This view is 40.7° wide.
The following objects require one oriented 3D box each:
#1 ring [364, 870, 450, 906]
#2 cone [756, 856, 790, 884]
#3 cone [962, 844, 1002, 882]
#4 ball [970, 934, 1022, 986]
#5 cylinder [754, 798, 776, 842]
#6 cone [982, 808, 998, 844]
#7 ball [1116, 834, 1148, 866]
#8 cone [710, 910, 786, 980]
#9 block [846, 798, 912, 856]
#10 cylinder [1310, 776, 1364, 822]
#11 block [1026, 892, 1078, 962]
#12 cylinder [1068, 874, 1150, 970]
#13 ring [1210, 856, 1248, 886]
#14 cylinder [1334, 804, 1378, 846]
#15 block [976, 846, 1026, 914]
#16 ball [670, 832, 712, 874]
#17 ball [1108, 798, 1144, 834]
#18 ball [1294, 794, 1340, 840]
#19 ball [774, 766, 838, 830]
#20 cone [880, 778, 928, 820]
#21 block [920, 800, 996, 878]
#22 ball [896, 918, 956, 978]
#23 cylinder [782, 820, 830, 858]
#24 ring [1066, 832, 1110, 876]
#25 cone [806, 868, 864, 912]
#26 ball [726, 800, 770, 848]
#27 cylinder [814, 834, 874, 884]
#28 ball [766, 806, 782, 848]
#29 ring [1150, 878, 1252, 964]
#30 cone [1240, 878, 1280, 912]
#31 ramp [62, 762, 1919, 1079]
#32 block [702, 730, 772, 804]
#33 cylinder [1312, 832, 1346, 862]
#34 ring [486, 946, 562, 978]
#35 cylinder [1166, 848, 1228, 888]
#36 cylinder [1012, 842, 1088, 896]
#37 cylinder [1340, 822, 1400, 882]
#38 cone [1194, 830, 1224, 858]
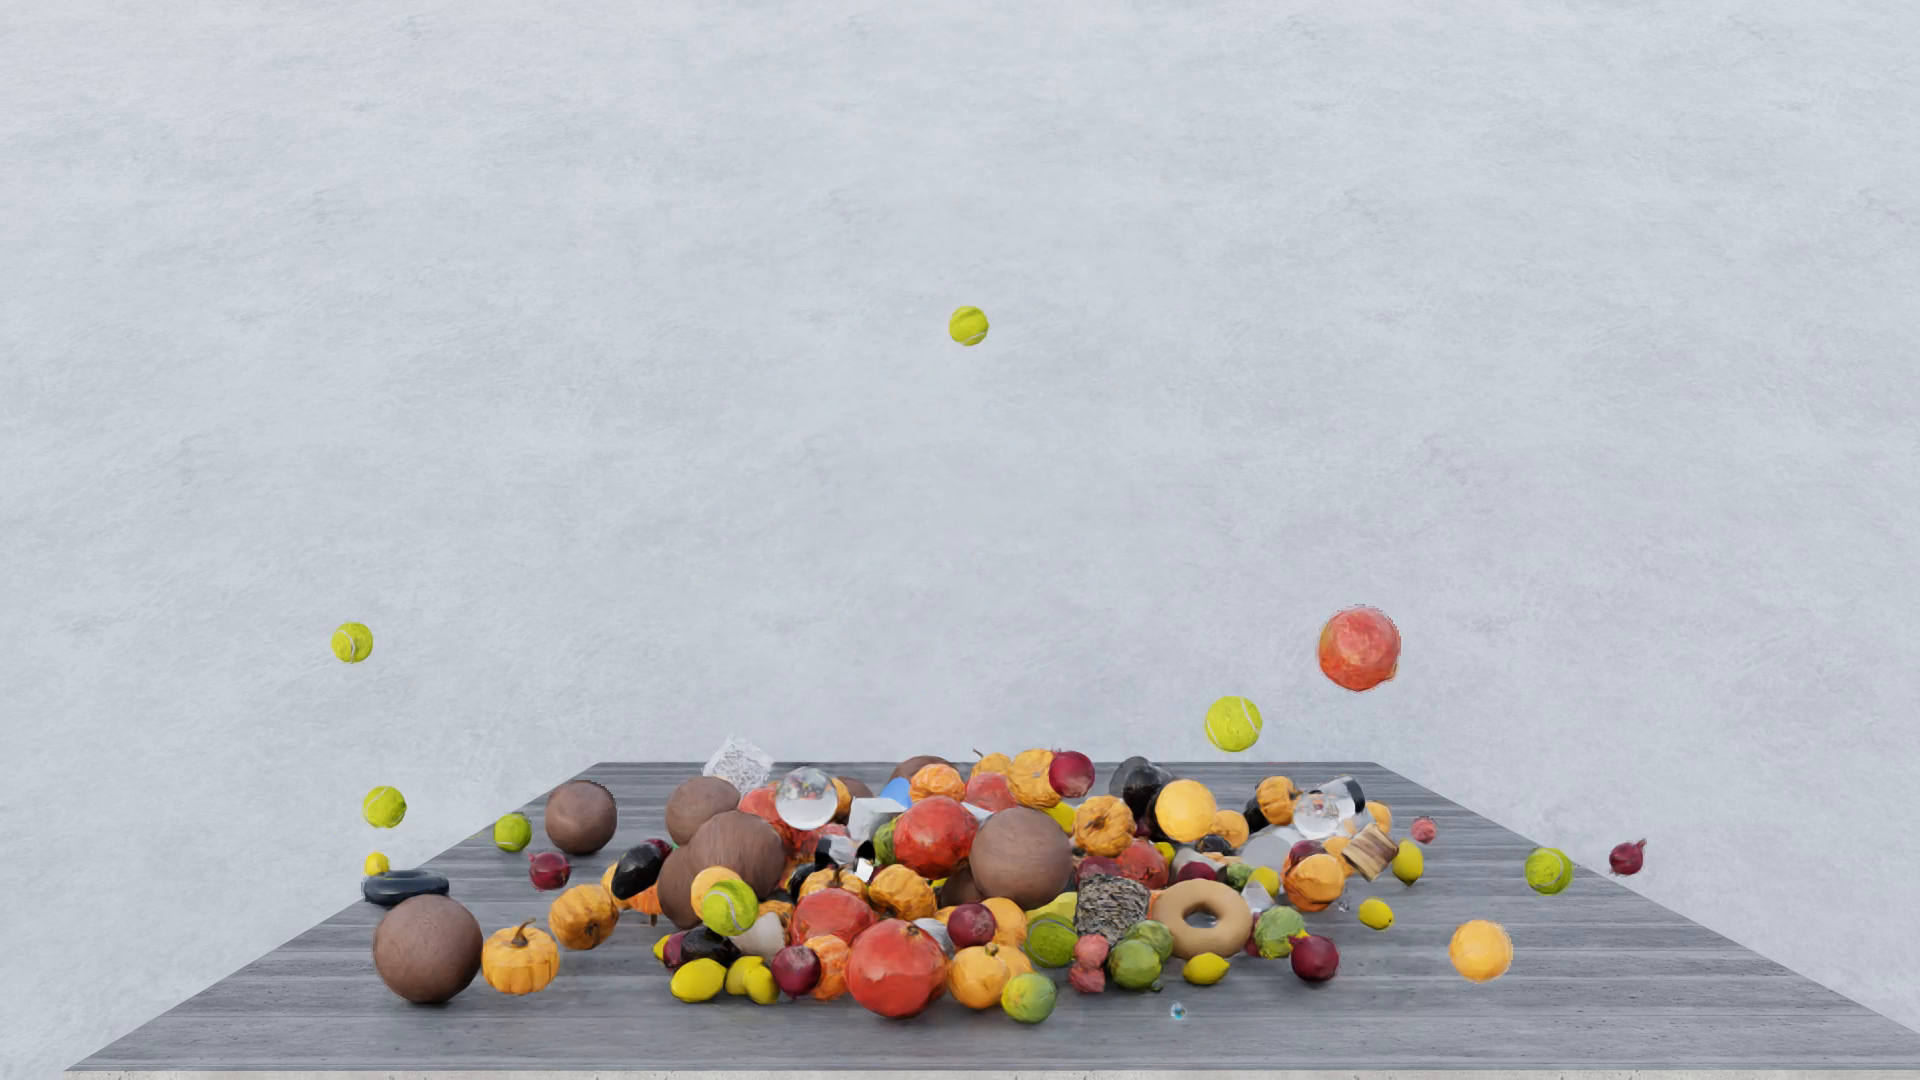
[{"bbox_3d":[-0.855,0.537,3.996,0.131,0.044,0.131,0,1,0],"label":"ring"},{"bbox_3d":[-0.313,0.548,4.229,0.050,0.050,0.050,-28,24,21],"label":"cone"},{"bbox_3d":[0.035,0.497,4.126,0.076,0.076,0.076,-17,35,-22],"label":"cone"},{"bbox_3d":[0.044,0.519,3.206,0.063,0.063,0.063,0,31,0],"label":"ball"},{"bbox_3d":[-0.341,0.520,4.809,0.082,0.082,0.082,-2,30,16],"label":"cylinder"},{"bbox_3d":[0.046,0.541,4.626,0.092,0.092,0.092,-16,34,-24],"label":"cone"},{"bbox_3d":[0.295,0.532,4.456,0.056,0.056,0.056,0,31,0],"label":"ball"},{"bbox_3d":[-0.273,0.511,3.239,0.087,0.087,0.087,-2,30,-23],"label":"cone"},{"bbox_3d":[-0.119,0.420,3.796,0.066,0.066,0.066,6,10,-30],"label":"block"},{"bbox_3d":[0.571,0.396,3.921,0.060,0.060,0.060,-20,36,-25],"label":"cylinder"},{"bbox_3d":[0.141,0.515,3.451,0.077,0.077,0.077,1,0,-30],"label":"block"},{"bbox_3d":[0.192,0.490,3.315,0.093,0.093,0.093,6,61,10],"label":"cylinder"},{"bbox_3d":[0.446,0.540,4.216,0.117,0.039,0.117,-1,1,0],"label":"ring"},{"bbox_3d":[0.661,0.471,4.396,0.070,0.070,0.070,-21,70,-31],"label":"cylinder"},{"bbox_3d":[0.084,0.514,3.914,0.087,0.087,0.087,0,0,40],"label":"block"},{"bbox_3d":[-0.451,0.525,4.337,0.070,0.070,0.070,0,31,0],"label":"ball"},{"bbox_3d":[0.280,0.468,4.388,0.062,0.062,0.062,0,31,0],"label":"ball"},{"bbox_3d":[0.512,0.396,3.715,0.066,0.066,0.066,0,31,0],"label":"ball"},{"bbox_3d":[-0.204,0.344,3.440,0.084,0.084,0.084,0,31,0],"label":"ball"},{"bbox_3d":[-0.074,0.417,4.019,0.077,0.077,0.077,21,36,37],"label":"cone"},{"bbox_3d":[-0.002,0.438,3.793,0.077,0.077,0.077,-20,25,-40],"label":"block"},{"bbox_3d":[-0.043,0.516,3.276,0.075,0.075,0.075,0,31,0],"label":"ball"},{"bbox_3d":[-0.274,0.517,4.601,0.088,0.088,0.088,-1,-2,0],"label":"cylinder"},{"bbox_3d":[0.201,0.509,4.085,0.031,0.094,0.094,-8,29,-38],"label":"ring"},{"bbox_3d":[-0.188,0.538,3.942,0.086,0.086,0.086,0,63,0],"label":"cone"},{"bbox_3d":[-0.382,0.519,4.731,0.087,0.087,0.087,0,31,0],"label":"ball"},{"bbox_3d":[-0.155,0.428,3.474,0.060,0.060,0.060,7,31,27],"label":"cylinder"},{"bbox_3d":[-0.308,0.515,4.684,0.089,0.089,0.089,0,31,0],"label":"ball"},{"bbox_3d":[0.316,0.499,3.391,0.134,0.045,0.134,-1,39,1],"label":"ring"},{"bbox_3d":[0.454,0.540,3.841,0.057,0.057,0.057,33,23,-21],"label":"cone"},{"bbox_3d":[0.069,0.612,4.683,2.000,0.100,4.000,0,0,0],"label":"ramp"},{"bbox_3d":[-0.424,0.438,4.939,0.093,0.093,0.093,38,8,-10],"label":"block"},{"bbox_3d":[0.668,0.552,4.565,0.096,0.096,0.096,-3,35,2],"label":"cylinder"},{"bbox_3d":[-0.556,0.538,3.302,0.094,0.031,0.094,1,-1,0],"label":"ring"},{"bbox_3d":[0.359,0.512,3.930,0.069,0.069,0.069,25,39,28],"label":"cylinder"},{"bbox_3d":[0.132,0.493,3.816,0.082,0.082,0.082,29,0,39],"label":"cylinder"},{"bbox_3d":[0.610,0.465,3.850,0.063,0.063,0.063,-44,44,-8],"label":"cylinder"},{"bbox_3d":[0.447,0.549,4.559,0.053,0.053,0.053,-7,28,-11],"label":"cone"}]
